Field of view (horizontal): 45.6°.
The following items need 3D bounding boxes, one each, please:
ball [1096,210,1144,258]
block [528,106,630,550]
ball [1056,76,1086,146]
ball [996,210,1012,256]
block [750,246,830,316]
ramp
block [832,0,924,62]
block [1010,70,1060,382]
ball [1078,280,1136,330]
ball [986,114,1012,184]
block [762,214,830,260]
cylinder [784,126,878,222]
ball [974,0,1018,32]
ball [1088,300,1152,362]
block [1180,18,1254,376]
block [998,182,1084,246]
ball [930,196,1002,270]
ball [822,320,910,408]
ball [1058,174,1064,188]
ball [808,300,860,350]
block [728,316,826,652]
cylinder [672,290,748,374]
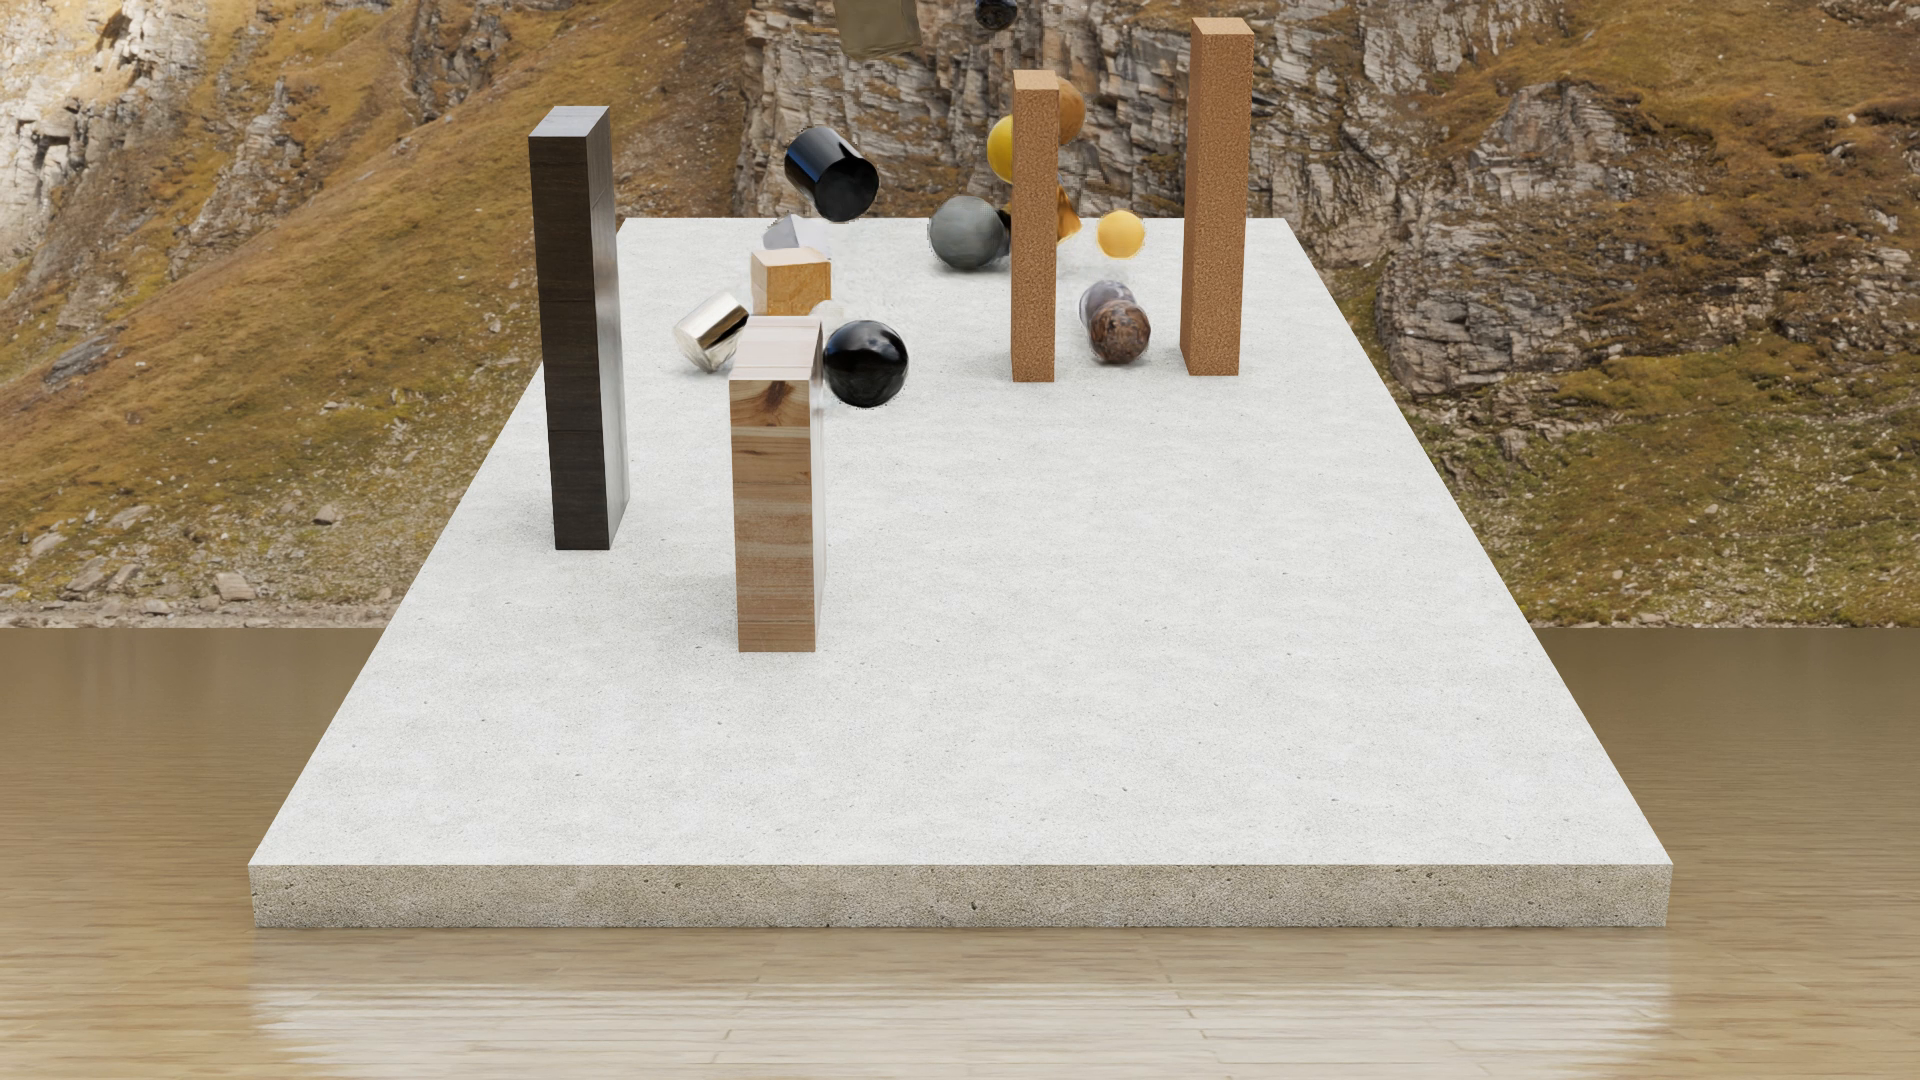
[{"bbox_3d":[0.442,-0.839,6.274,0.131,0.131,0.131,0,-2,0],"label":"ball"},{"bbox_3d":[-0.717,-0.402,4.330,0.103,0.789,0.297,0,21,0],"label":"block"},{"bbox_3d":[0.262,-1.252,6.672,0.209,0.209,0.209,0,-2,0],"label":"ball"},{"bbox_3d":[0.105,-0.869,6.466,0.129,0.129,0.129,0,-2,0],"label":"ball"},{"bbox_3d":[-0.432,-0.644,5.832,0.165,0.165,0.165,-7,22,-17],"label":"block"},{"bbox_3d":[-0.006,-0.215,5.086,2.000,0.100,4.000,0,21,0],"label":"ramp"},{"bbox_3d":[-0.241,-1.521,6.649,0.197,0.197,0.197,-10,4,13],"label":"block"},{"bbox_3d":[0.173,-0.737,5.352,0.097,0.684,0.264,0,21,0],"label":"block"},{"bbox_3d":[0.369,-0.575,5.683,0.146,0.146,0.146,0,-2,0],"label":"ball"},{"bbox_3d":[0.174,-1.089,6.353,0.203,0.203,0.203,0,-2,0],"label":"ball"},{"bbox_3d":[-0.442,-0.788,6.152,0.116,0.116,0.116,-33,-29,33],"label":"block"},{"bbox_3d":[-0.371,-1.051,6.557,0.204,0.204,0.204,1,32,-35],"label":"cylinder"},{"bbox_3d":[0.102,-1.520,6.531,0.129,0.129,0.129,0,-2,0],"label":"ball"},{"bbox_3d":[0.384,-0.503,5.487,0.152,0.152,0.152,0,-2,0],"label":"ball"},{"bbox_3d":[0.602,-0.807,5.379,0.116,0.799,0.255,0,21,0],"label":"block"},{"bbox_3d":[0.220,-0.878,6.269,0.156,0.156,0.156,-29,2,-9],"label":"block"},{"bbox_3d":[0.017,-0.853,6.325,0.203,0.203,0.203,0,-2,0],"label":"ball"},{"bbox_3d":[-0.214,-0.397,5.141,0.200,0.200,0.200,0,-2,0],"label":"ball"},{"bbox_3d":[0.234,-1.001,6.476,0.123,0.123,0.123,0,-2,0],"label":"ball"},{"bbox_3d":[-0.306,-0.516,5.539,0.137,0.137,0.137,0,-2,0],"label":"ball"},{"bbox_3d":[-0.312,-0.104,3.981,0.131,0.484,0.387,0,21,0],"label":"block"},{"bbox_3d":[-0.581,-0.494,5.403,0.141,0.141,0.141,-42,13,-18],"label":"cylinder"}]
